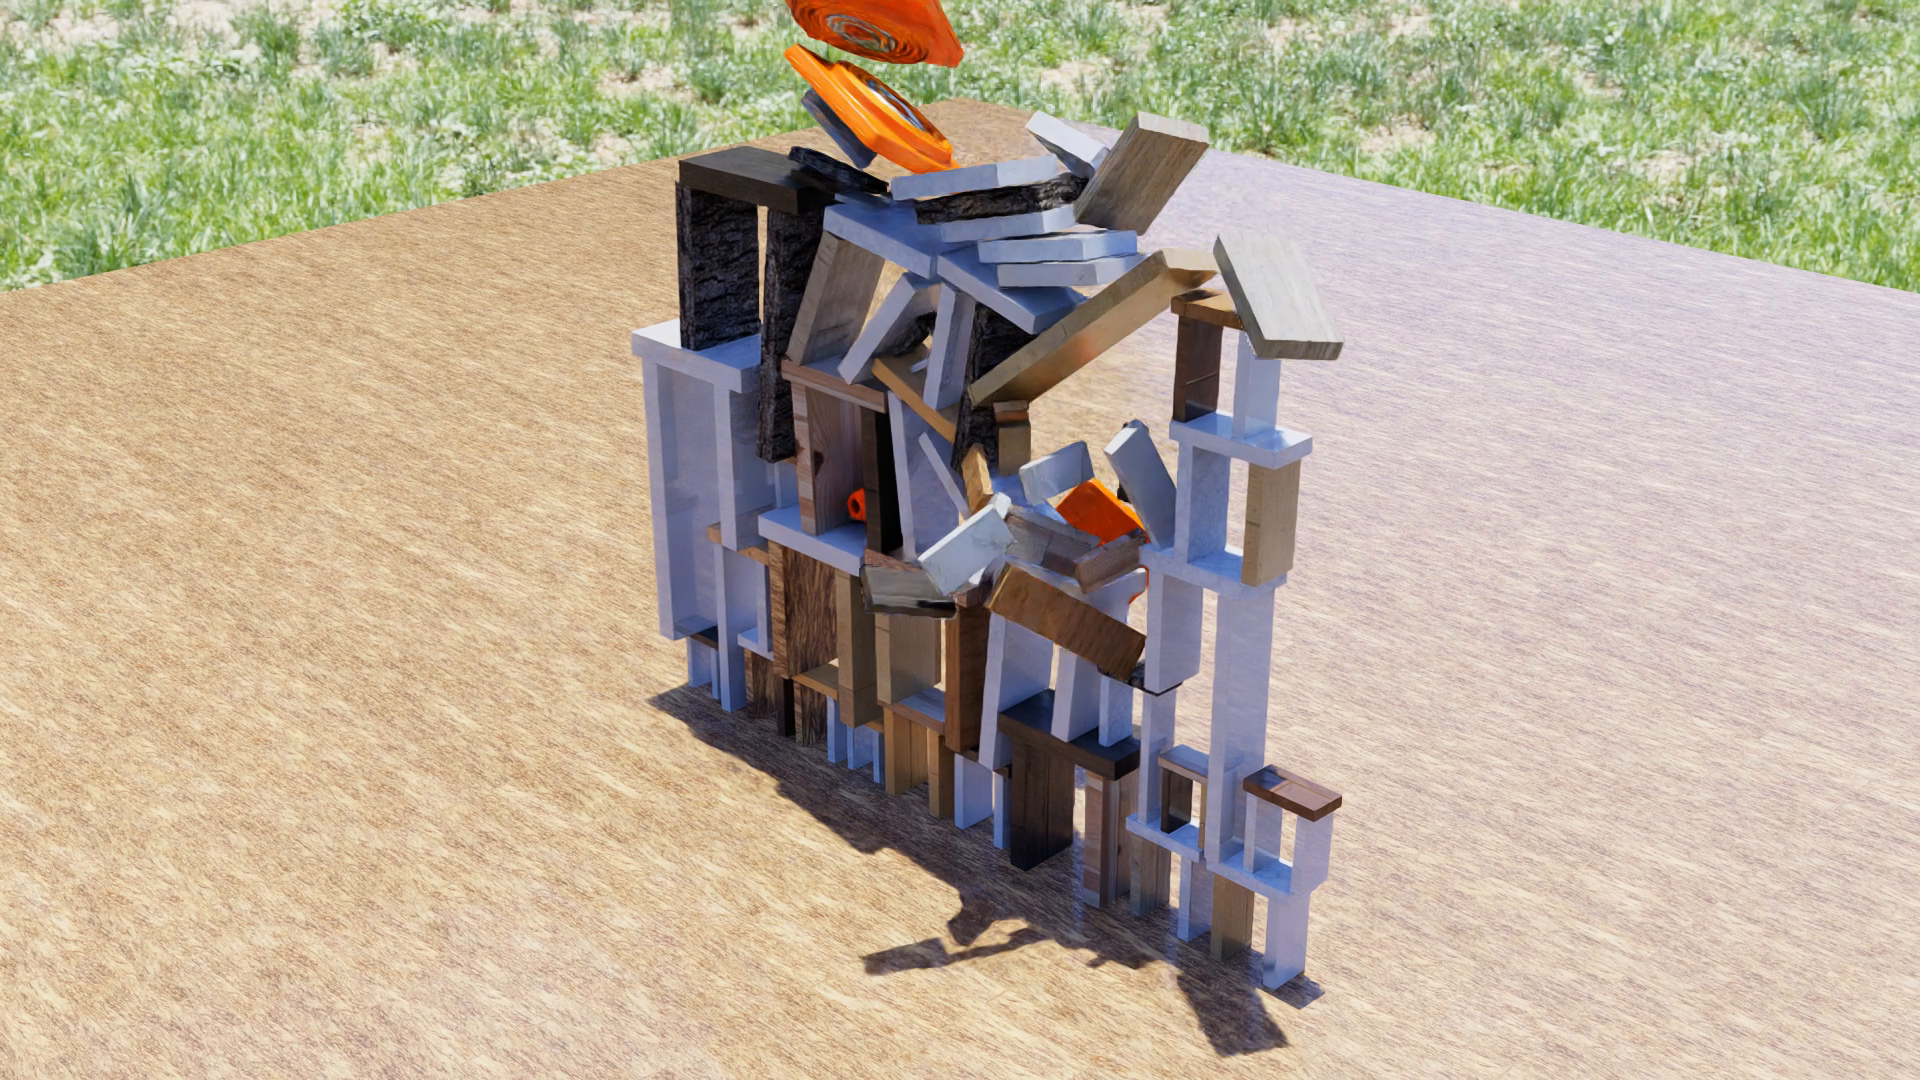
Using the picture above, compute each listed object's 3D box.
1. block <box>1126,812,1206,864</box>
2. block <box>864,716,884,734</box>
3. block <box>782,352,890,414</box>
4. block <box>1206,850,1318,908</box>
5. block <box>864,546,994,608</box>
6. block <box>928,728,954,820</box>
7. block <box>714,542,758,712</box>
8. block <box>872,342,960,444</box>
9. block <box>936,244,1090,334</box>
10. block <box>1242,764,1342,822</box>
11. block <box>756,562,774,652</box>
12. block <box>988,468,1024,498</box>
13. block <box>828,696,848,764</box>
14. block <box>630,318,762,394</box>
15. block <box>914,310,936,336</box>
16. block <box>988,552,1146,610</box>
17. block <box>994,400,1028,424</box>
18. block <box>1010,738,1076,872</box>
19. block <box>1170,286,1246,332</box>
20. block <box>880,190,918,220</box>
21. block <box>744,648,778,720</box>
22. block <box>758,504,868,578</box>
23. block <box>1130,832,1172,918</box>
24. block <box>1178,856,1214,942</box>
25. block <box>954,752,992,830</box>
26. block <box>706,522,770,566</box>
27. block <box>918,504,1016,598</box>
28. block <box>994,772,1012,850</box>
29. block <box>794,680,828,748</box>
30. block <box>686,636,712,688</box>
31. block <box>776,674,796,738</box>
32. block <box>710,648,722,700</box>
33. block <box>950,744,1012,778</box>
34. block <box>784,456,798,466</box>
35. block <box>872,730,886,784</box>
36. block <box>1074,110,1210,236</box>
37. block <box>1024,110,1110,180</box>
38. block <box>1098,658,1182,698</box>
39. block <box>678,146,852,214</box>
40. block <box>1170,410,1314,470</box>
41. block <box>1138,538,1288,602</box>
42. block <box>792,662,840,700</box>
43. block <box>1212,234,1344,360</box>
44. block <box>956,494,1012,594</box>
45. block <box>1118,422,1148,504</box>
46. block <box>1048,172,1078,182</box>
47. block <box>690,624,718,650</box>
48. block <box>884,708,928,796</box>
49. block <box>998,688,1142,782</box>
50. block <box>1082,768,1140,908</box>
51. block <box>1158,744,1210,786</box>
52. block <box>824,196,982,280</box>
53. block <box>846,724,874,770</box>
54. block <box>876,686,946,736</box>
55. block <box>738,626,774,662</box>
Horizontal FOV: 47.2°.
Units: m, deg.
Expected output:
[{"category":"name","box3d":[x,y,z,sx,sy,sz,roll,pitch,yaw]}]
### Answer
[{"category":"block","box3d":[0.398,0.534,4.026,0.087,0.025,0.174,-21,31,-41]},{"category":"block","box3d":[-0.181,0.366,4.570,0.120,0.017,0.060,20,30,39]},{"category":"block","box3d":[-0.196,-0.320,4.298,0.295,0.042,0.148,21,31,40]},{"category":"block","box3d":[0.534,0.587,3.887,0.090,0.025,0.179,-21,31,-40]},{"category":"block","box3d":[-0.038,0.051,4.289,0.142,0.040,0.284,-21,31,-41]},{"category":"block","box3d":[-0.018,0.456,4.436,0.028,0.195,0.098,21,31,41]},{"category":"block","box3d":[-0.482,0.178,4.825,0.029,0.402,0.104,21,31,40]},{"category":"block","box3d":[-0.038,-0.273,4.130,0.245,0.035,0.122,43,43,23]},{"category":"block","box3d":[0.092,-0.447,3.870,0.130,0.037,0.259,-21,43,-36]},{"category":"block","box3d":[0.572,0.435,3.788,0.077,0.022,0.155,-21,30,-40]},{"category":"block","box3d":[-0.384,0.127,4.698,0.029,0.208,0.104,21,31,40]},{"category":"block","box3d":[0.073,-0.125,4.078,0.083,0.023,0.166,-15,31,-29]},{"category":"block","box3d":[-0.244,0.388,4.648,0.022,0.154,0.077,22,31,40]},{"category":"block","box3d":[-0.505,-0.392,4.596,0.359,0.051,0.180,21,31,40]},{"category":"block","box3d":[-0.033,-0.389,4.068,0.049,0.014,0.097,-22,49,-39]},{"category":"block","box3d":[0.190,0.050,4.032,0.142,0.040,0.283,-19,30,-38]},{"category":"block","box3d":[0.092,-0.228,3.913,0.058,0.016,0.116,-6,-8,2]},{"category":"block","box3d":[0.161,0.486,4.253,0.040,0.283,0.141,20,30,38]},{"category":"block","box3d":[0.445,-0.375,3.596,0.183,0.026,0.091,20,29,39]},{"category":"block","box3d":[-0.099,-0.625,4.101,0.096,0.014,0.048,35,36,30]},{"category":"block","box3d":[-0.431,0.302,4.832,0.024,0.170,0.085,21,31,40]},{"category":"block","box3d":[-0.253,-0.010,4.487,0.154,0.044,0.309,-22,31,-40]},{"category":"block","box3d":[0.357,0.609,4.102,0.025,0.174,0.087,21,31,41]},{"category":"block","box3d":[0.439,0.641,4.027,0.025,0.174,0.087,21,31,41]},{"category":"block","box3d":[0.027,0.489,4.398,0.082,0.165,0.023,-21,31,-40]},{"category":"block","box3d":[-0.434,-0.001,4.697,0.104,0.029,0.208,-21,31,-40]},{"category":"block","box3d":[0.012,0.018,3.733,0.157,0.079,0.022,-37,25,-12]},{"category":"block","box3d":[0.104,0.519,4.326,0.082,0.165,0.023,-21,31,-40]},{"category":"block","box3d":[-0.318,0.360,4.715,0.022,0.154,0.077,21,31,41]},{"category":"block","box3d":[-0.585,0.265,4.972,0.064,0.128,0.018,-19,29,-38]},{"category":"block","box3d":[-0.356,0.334,4.755,0.085,0.170,0.024,-21,31,-40]},{"category":"block","box3d":[-0.525,0.288,4.918,0.064,0.128,0.018,-21,31,-41]},{"category":"block","box3d":[0.066,0.417,4.326,0.082,0.023,0.165,-21,31,-40]},{"category":"block","box3d":[-0.334,-0.175,4.511,0.112,0.016,0.056,21,31,40]},{"category":"block","box3d":[-0.153,0.440,4.570,0.017,0.120,0.060,21,31,41]},{"category":"block","box3d":[0.300,-0.607,3.662,0.127,0.255,0.036,9,58,-20]},{"category":"block","box3d":[0.227,-0.667,3.867,0.142,0.040,0.283,38,4,-31]},{"category":"block","box3d":[0.325,0.241,3.977,0.142,0.020,0.071,21,31,40]},{"category":"block","box3d":[-0.372,-0.709,4.317,0.348,0.049,0.174,20,31,40]},{"category":"block","box3d":[0.466,-0.170,3.654,0.214,0.030,0.107,20,30,39]},{"category":"block","box3d":[0.435,0.043,3.782,0.232,0.033,0.116,21,30,40]},{"category":"block","box3d":[-0.282,0.293,4.648,0.154,0.022,0.077,21,31,41]},{"category":"block","box3d":[0.493,-0.380,3.425,0.130,0.037,0.260,1,45,-16]},{"category":"block","box3d":[0.036,0.006,3.855,0.024,0.170,0.085,26,-18,-13]},{"category":"block","box3d":[0.299,-0.133,3.805,0.019,0.134,0.067,2,8,-18]},{"category":"block","box3d":[0.135,-0.627,4.063,0.175,0.025,0.088,-29,17,-5]},{"category":"block","box3d":[-0.555,0.210,4.914,0.064,0.018,0.128,-21,31,-41]},{"category":"block","box3d":[-0.110,0.420,4.521,0.028,0.195,0.098,21,31,41]},{"category":"block","box3d":[0.225,0.363,4.130,0.283,0.040,0.141,20,30,39]},{"category":"block","box3d":[0.294,0.537,4.133,0.040,0.283,0.141,20,30,38]},{"category":"block","box3d":[0.426,0.405,3.938,0.131,0.019,0.066,21,31,41]},{"category":"block","box3d":[-0.098,-0.561,4.056,0.151,0.043,0.302,-18,35,-38]},{"category":"block","box3d":[-0.209,0.418,4.622,0.017,0.120,0.060,21,31,41]},{"category":"block","box3d":[-0.066,0.334,4.436,0.098,0.028,0.195,-21,30,-40]},{"category":"block","box3d":[-0.393,0.228,4.756,0.170,0.024,0.085,21,31,41]}]
